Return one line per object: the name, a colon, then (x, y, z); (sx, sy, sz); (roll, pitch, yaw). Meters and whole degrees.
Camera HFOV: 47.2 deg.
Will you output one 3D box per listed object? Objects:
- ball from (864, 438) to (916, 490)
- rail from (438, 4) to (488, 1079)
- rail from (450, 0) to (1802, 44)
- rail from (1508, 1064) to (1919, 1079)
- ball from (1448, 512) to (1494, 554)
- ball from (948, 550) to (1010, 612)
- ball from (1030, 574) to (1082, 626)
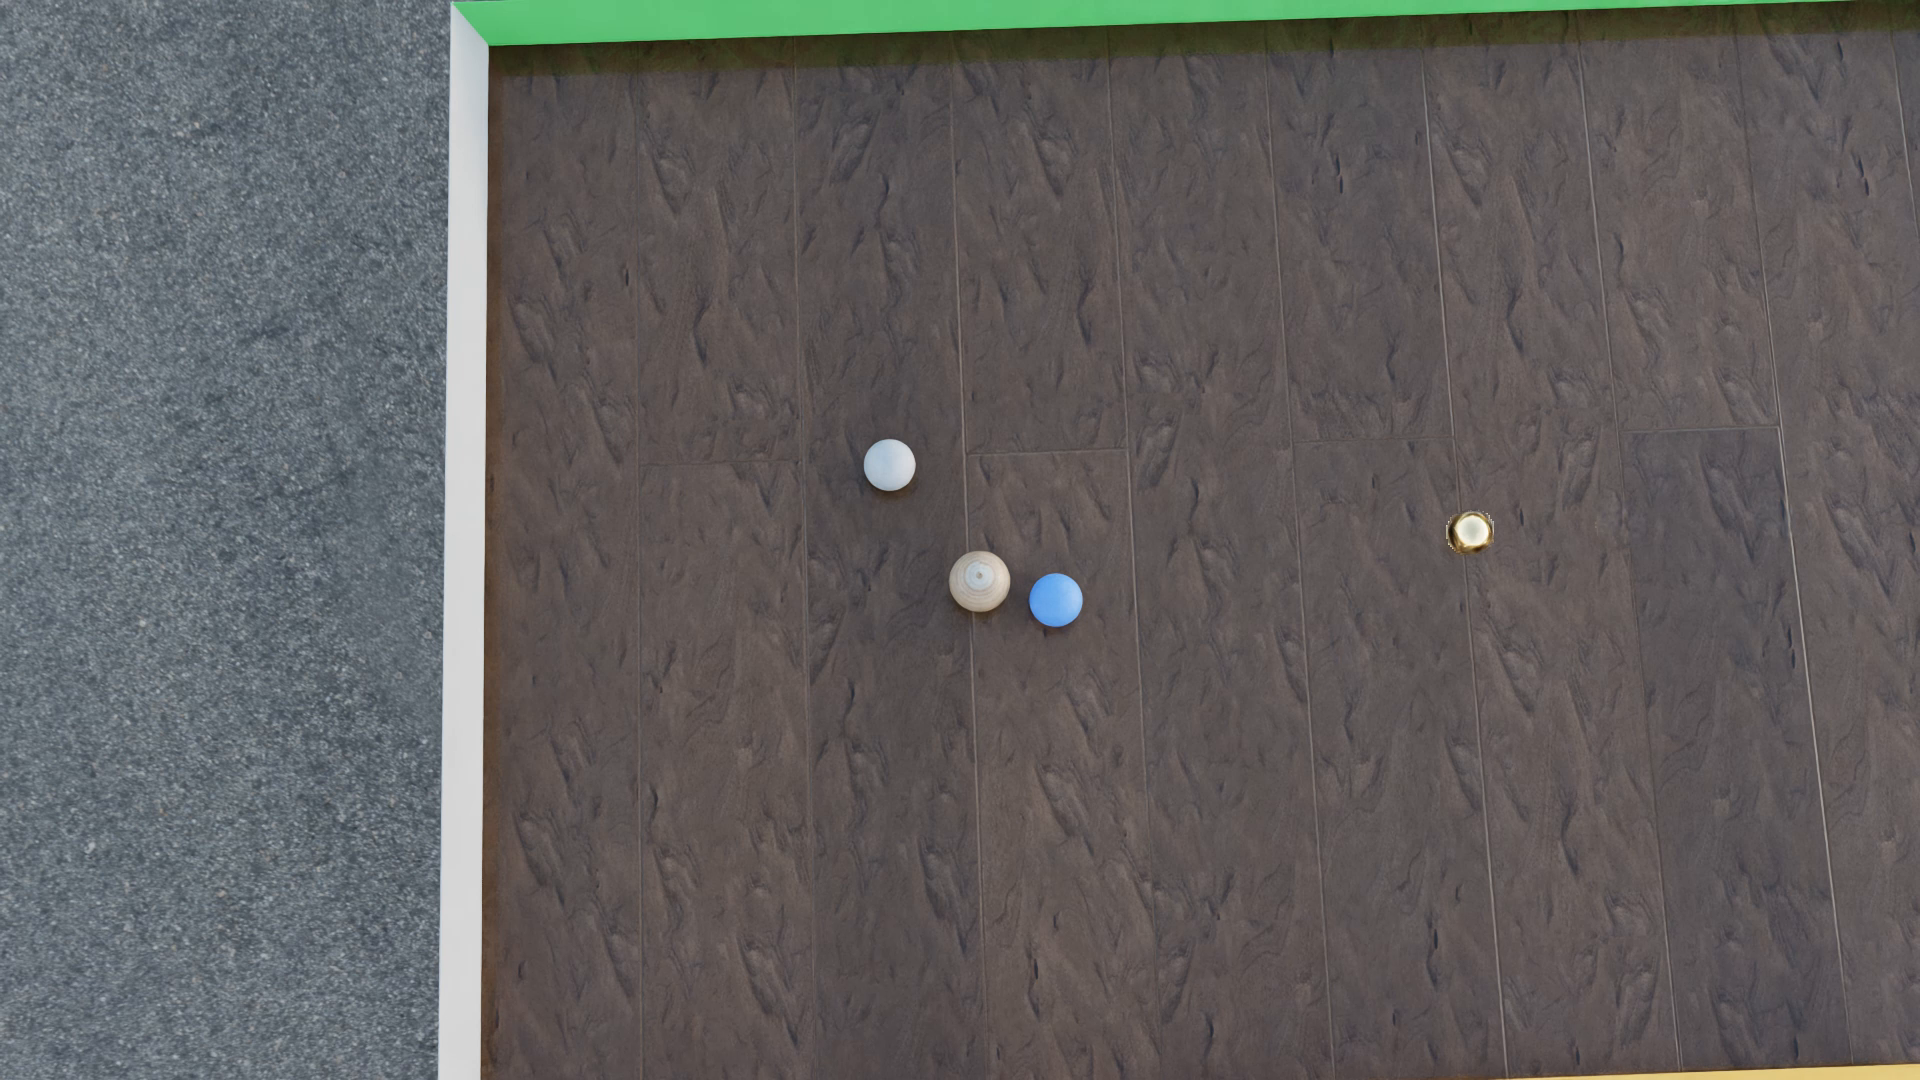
ball: (-0.106, -0.113, 3.321); (0.078, 0.078, 0.078); (0, 78, 0)
rail: (-0.730, 0.022, 3.271); (0.045, 0.120, 1.716); (-2, 78, 0)
rail: (0.724, -0.847, 3.451); (3.018, 0.120, 0.045); (-2, 78, 0)
rail: (0.784, 0.786, 3.113); (3.018, 0.120, 0.045); (-2, 78, 0)
ball: (0.768, -0.011, 3.307); (0.065, 0.065, 0.065); (0, 78, 0)
ball: (0.029, 0.062, 3.278); (0.092, 0.092, 0.092); (0, 78, 0)
ball: (0.143, 0.090, 3.278); (0.080, 0.080, 0.080); (0, 78, 0)
